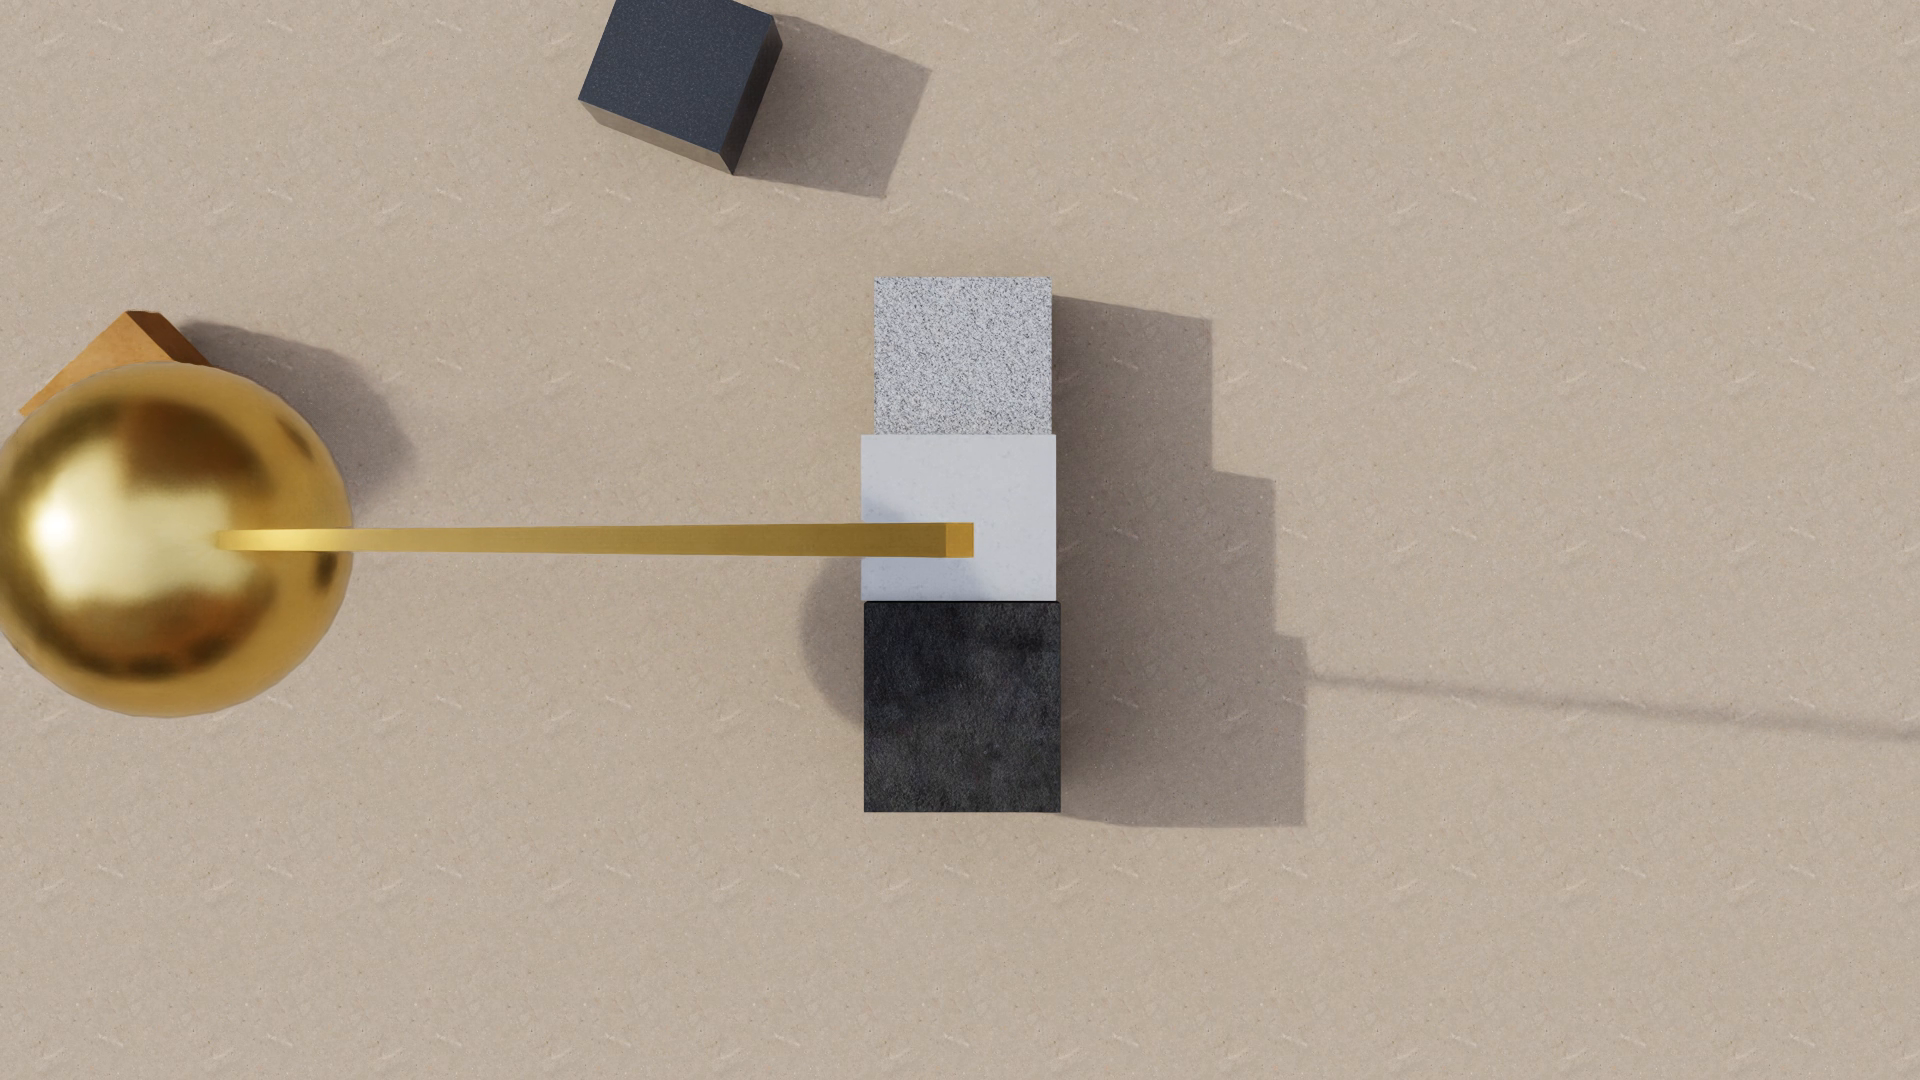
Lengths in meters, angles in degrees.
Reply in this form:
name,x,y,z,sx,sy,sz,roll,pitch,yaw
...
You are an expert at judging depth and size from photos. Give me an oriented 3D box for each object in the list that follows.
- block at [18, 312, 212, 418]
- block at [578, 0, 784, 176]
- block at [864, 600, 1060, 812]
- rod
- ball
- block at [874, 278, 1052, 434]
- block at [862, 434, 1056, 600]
name,x,y,z,sx,sy,sz,roll,pitch,yaw
block,-4.668,-0.719,12.591,0.807,0.718,0.842,-43,97,0
block,-1.590,-2.693,12.636,0.848,0.729,0.827,21,90,0
block,0.012,0.898,12.380,1.054,1.239,1.119,0,90,0
rod,-1.532,0.000,7.093,0.080,5.200,0.080,0,90,-36
ball,-3.535,0.000,9.840,1.600,1.600,1.600,0,90,0
block,0.016,-1.018,12.595,0.982,0.811,0.879,0,90,0
block,-0.008,-0.121,12.448,1.054,1.104,0.898,0,90,0
